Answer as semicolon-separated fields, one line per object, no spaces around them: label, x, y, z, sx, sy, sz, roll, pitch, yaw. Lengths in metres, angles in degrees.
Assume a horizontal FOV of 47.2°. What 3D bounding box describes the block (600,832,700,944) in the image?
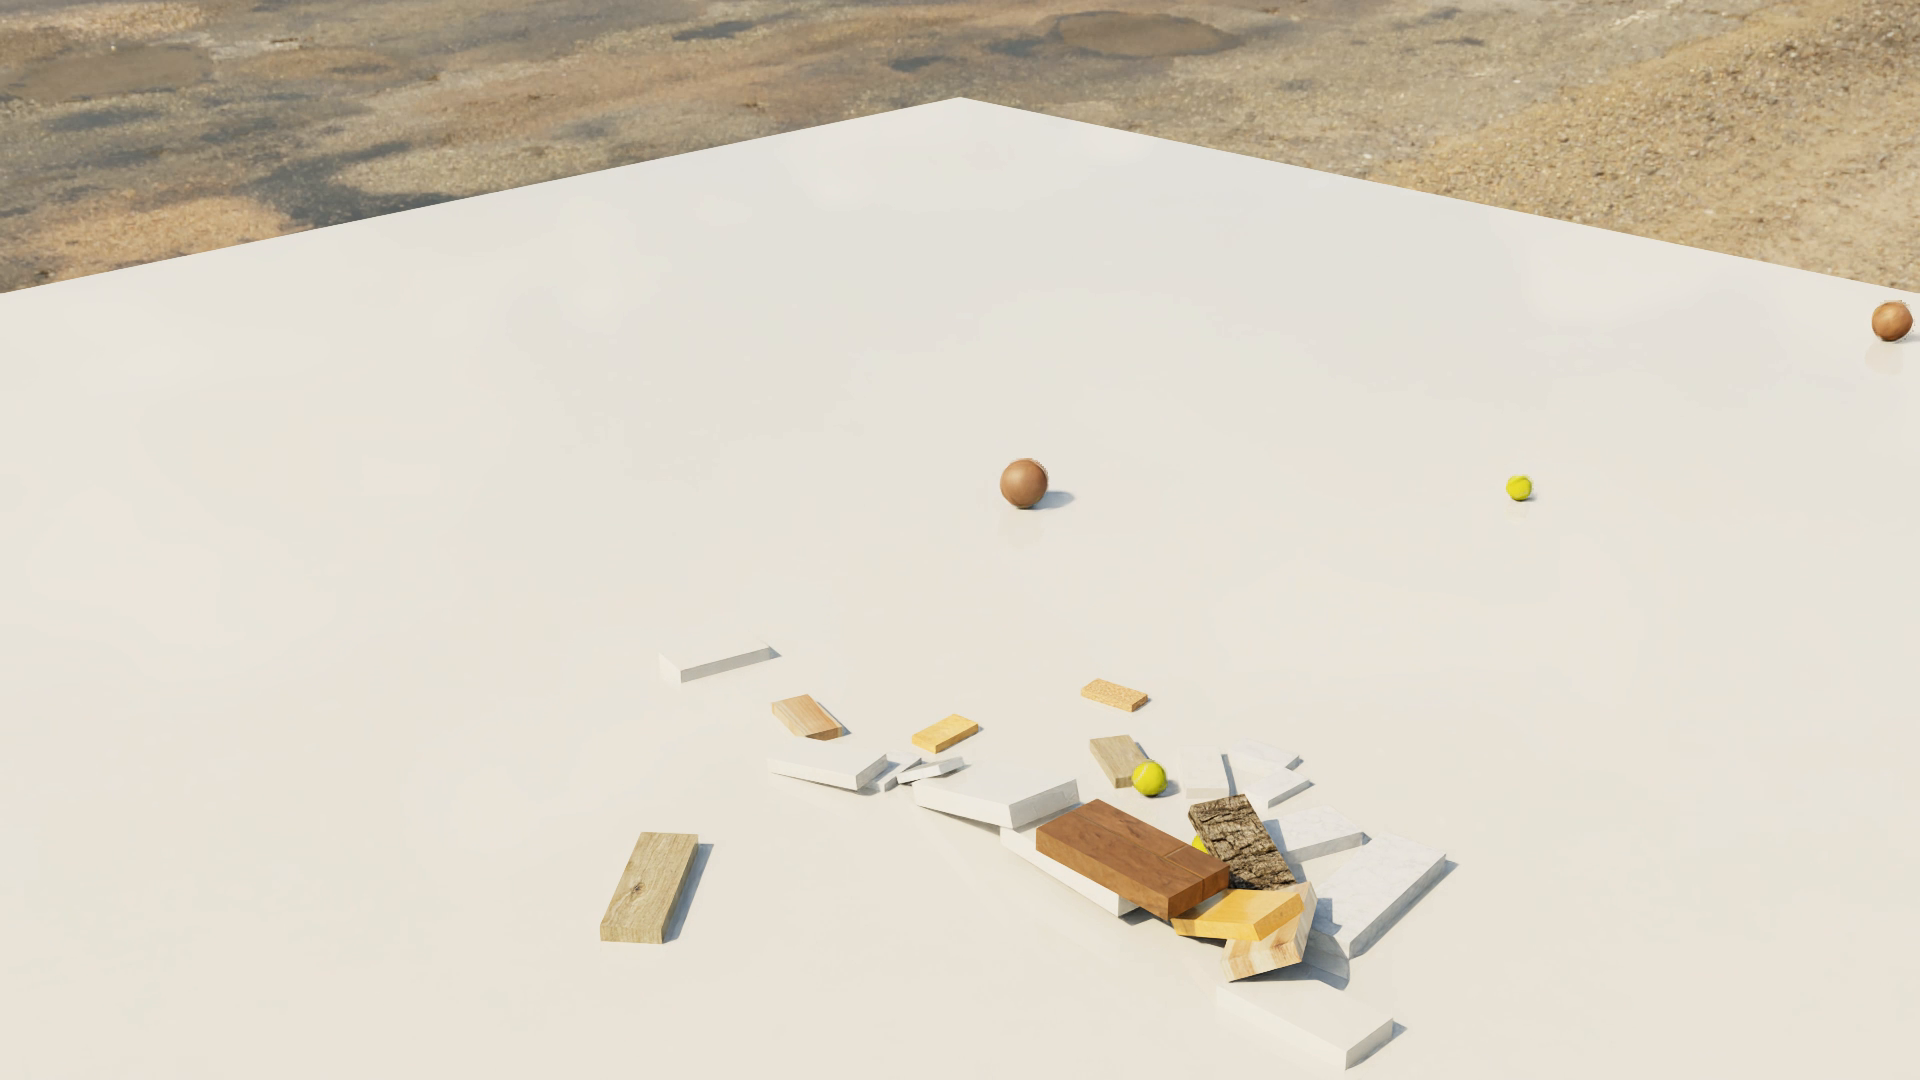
block;-0.586;0.656;4.173;0.114;0.032;0.339;2;23;5

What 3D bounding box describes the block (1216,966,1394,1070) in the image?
block;0.593;0.812;3.797;0.274;0.039;0.137;21;31;40

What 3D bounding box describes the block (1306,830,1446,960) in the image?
block;0.765;0.665;4.144;0.137;0.039;0.391;17;28;34

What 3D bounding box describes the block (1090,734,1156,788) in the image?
block;0.341;0.466;4.631;0.088;0.025;0.176;-6;24;-13

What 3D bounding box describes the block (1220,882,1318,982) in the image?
block;0.556;0.699;3.940;0.137;0.039;0.274;-20;8;19

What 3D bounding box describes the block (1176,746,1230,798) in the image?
block;0.506;0.484;4.587;0.088;0.025;0.176;0;23;-1

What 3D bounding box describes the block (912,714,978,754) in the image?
block;-0.032;0.418;4.751;0.069;0.020;0.139;19;30;38

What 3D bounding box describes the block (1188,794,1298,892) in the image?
block;0.541;0.595;4.205;0.118;0.034;0.237;-9;47;-21

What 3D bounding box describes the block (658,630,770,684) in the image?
block;-0.568;0.268;5.088;0.228;0.032;0.114;-14;27;-30

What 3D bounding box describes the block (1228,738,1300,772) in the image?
block;0.643;0.458;4.658;0.134;0.019;0.067;16;28;32

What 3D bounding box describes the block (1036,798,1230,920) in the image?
block;0.319;0.592;4.101;0.167;0.047;0.335;-20;30;-39

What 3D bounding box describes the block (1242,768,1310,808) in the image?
block;0.652;0.511;4.532;0.134;0.019;0.067;-20;30;-39

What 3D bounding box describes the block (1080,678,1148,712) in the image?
block;0.345;0.347;4.918;0.134;0.019;0.067;16;28;33

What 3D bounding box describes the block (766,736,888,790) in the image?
block;-0.278;0.465;4.594;0.228;0.032;0.114;7;23;32

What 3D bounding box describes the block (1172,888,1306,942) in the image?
block;0.501;0.676;3.978;0.118;0.034;0.237;-27;9;-32

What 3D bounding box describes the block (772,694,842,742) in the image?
block;-0.335;0.392;4.805;0.088;0.025;0.176;-12;26;-26

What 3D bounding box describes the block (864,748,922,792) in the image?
block;-0.147;0.482;4.600;0.069;0.020;0.139;14;27;30

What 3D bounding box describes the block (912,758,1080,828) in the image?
block;0.069;0.503;4.391;0.167;0.047;0.335;-17;12;-33

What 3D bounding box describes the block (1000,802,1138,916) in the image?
block;0.249;0.600;4.203;0.167;0.047;0.335;-18;29;-36

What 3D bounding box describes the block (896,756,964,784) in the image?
block;-0.061;0.473;4.531;0.069;0.020;0.139;-17;-1;-42

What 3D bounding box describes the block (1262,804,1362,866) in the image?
block;0.660;0.587;4.334;0.237;0.034;0.118;-11;25;-24
